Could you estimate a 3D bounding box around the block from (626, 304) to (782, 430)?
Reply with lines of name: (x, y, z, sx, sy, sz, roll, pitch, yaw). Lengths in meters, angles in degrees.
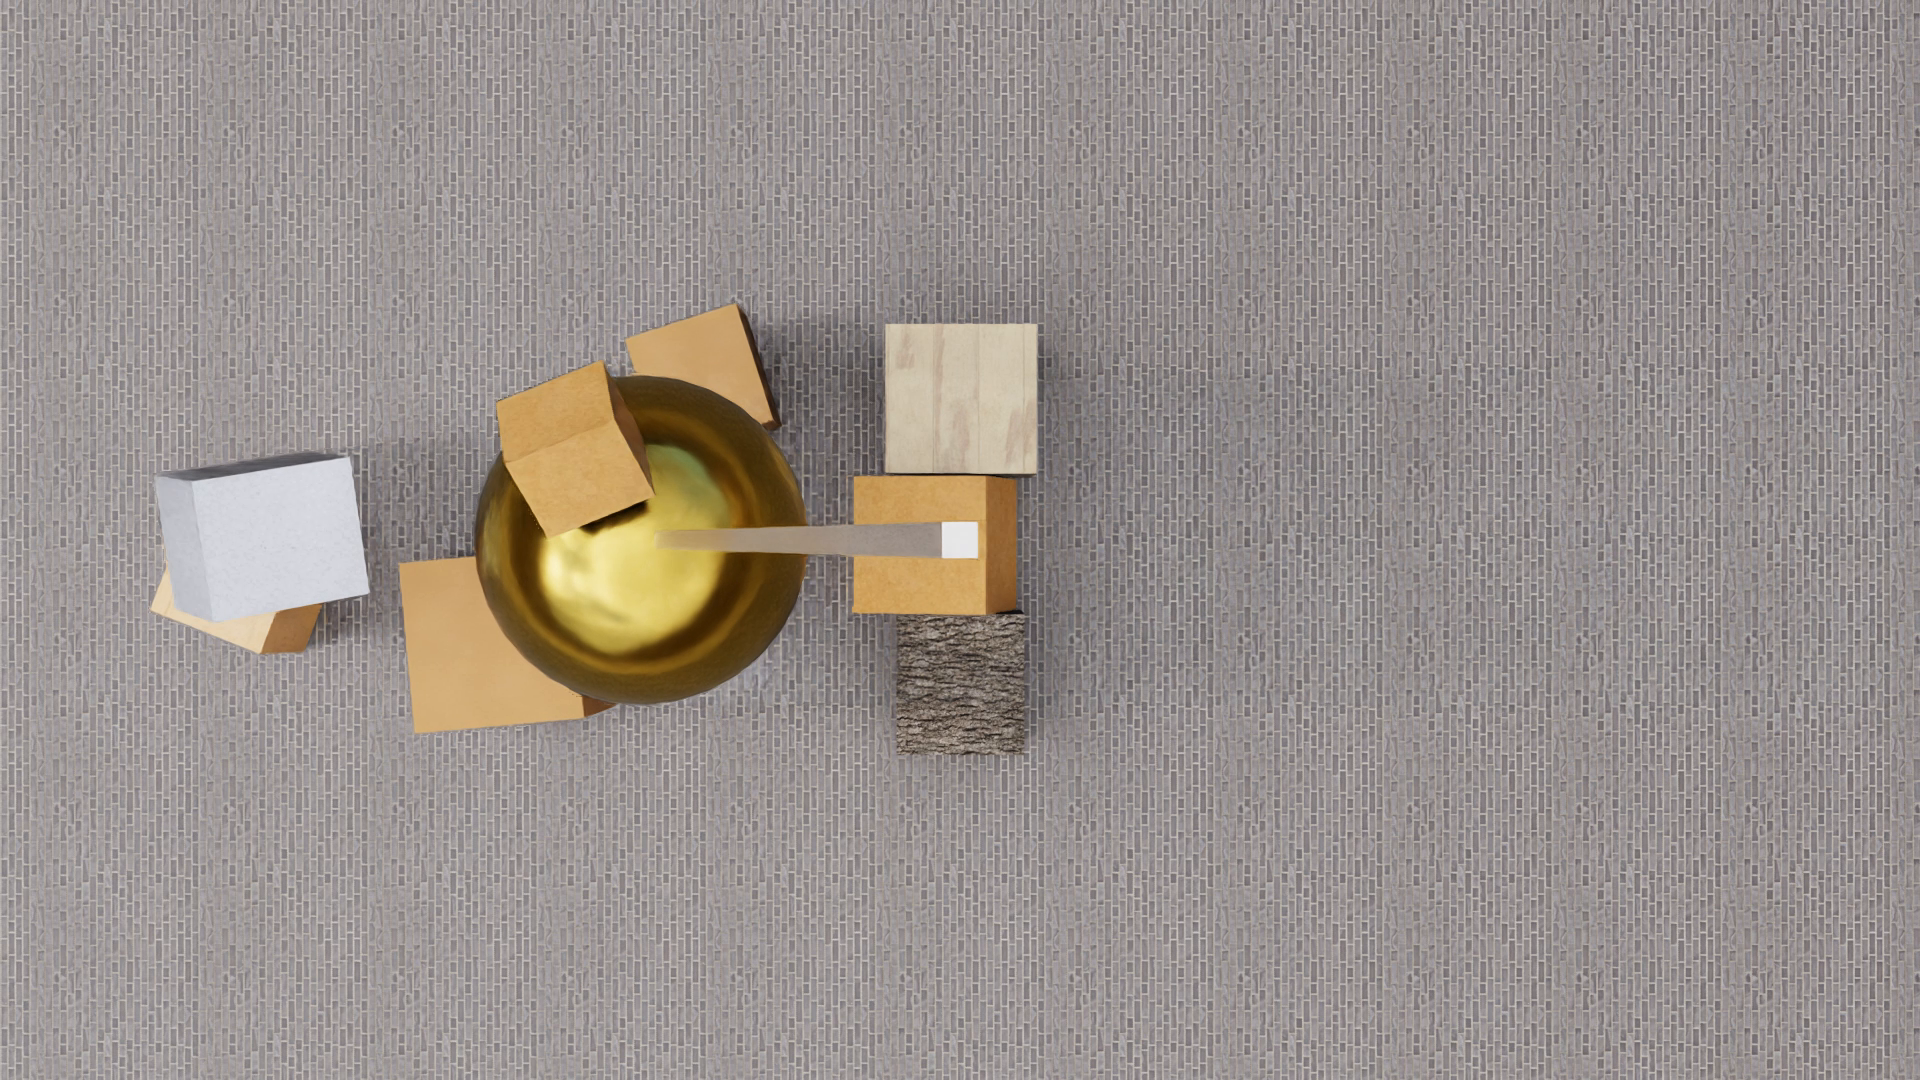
block: (-1.469, -0.902, 12.693, 0.656, 0.611, 0.692, -18, 90, 0)

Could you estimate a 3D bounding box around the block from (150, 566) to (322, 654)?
block: (-4.089, 0.228, 12.645, 0.683, 0.651, 0.637, 21, 90, 5)

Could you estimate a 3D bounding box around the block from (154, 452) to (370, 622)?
block: (-3.521, -0.030, 11.083, 0.782, 0.686, 0.694, -12, 101, -33)

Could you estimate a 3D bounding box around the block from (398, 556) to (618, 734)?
block: (-2.555, 0.551, 12.531, 0.945, 0.891, 0.941, -5, 90, 3)

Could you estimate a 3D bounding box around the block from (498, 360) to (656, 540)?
block: (-1.682, -0.397, 9.629, 0.503, 0.466, 0.450, -22, 130, 1)

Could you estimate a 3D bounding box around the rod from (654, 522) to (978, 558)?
rod: (-0.665, 0.000, 7.357, 0.080, 5.200, 0.080, 0, 90, -15)

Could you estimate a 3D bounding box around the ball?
ball: (-1.535, 0.000, 10.644, 1.600, 1.600, 1.600, 0, 90, 0)

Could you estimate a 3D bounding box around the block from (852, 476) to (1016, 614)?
block: (-0.134, 0.027, 12.518, 0.754, 0.815, 0.761, 0, 90, 13)

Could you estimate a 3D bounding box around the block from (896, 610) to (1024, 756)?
block: (0.003, 0.806, 12.623, 0.712, 0.755, 0.785, 0, 90, 0)

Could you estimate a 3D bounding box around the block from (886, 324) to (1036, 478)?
block: (0.006, -0.784, 12.596, 0.838, 0.807, 0.829, 0, 90, 0)
